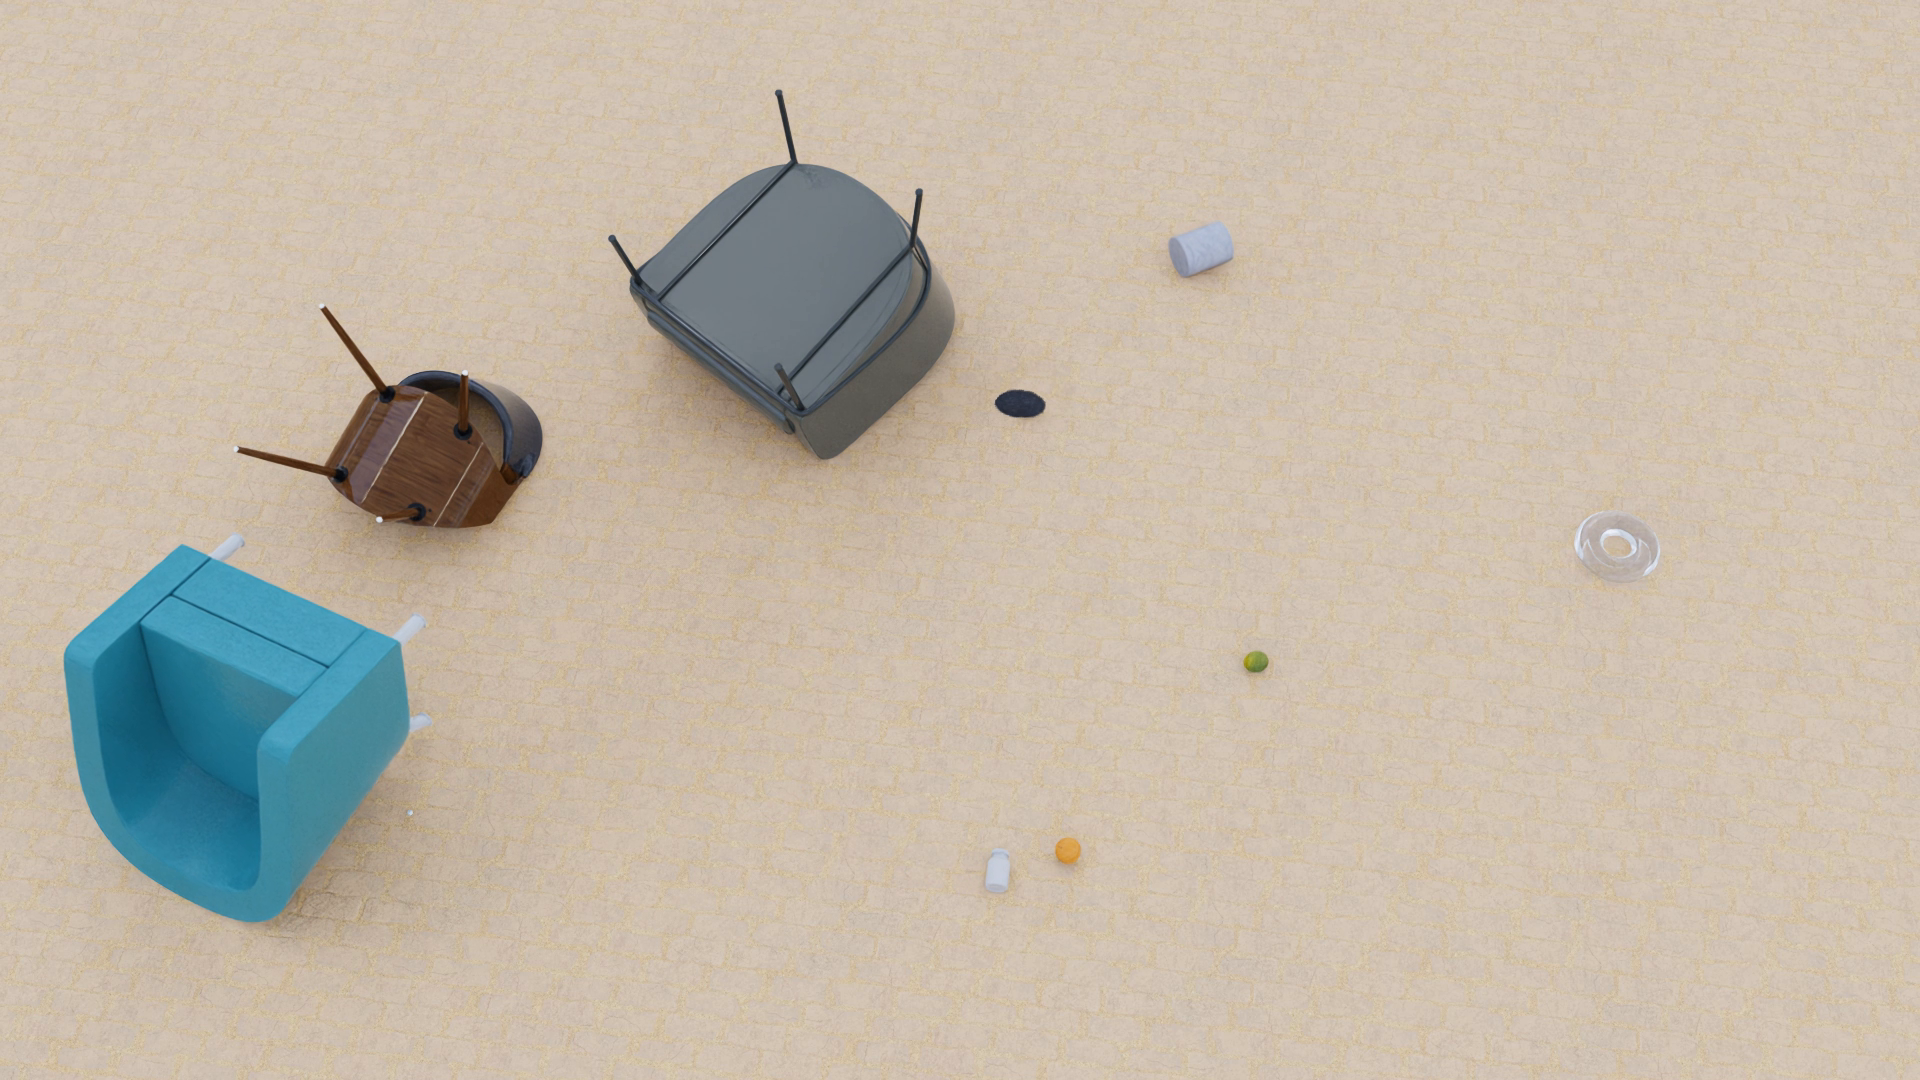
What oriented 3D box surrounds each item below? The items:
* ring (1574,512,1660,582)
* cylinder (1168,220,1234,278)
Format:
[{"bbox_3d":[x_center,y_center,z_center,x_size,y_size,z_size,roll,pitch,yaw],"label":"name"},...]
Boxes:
[{"bbox_3d":[1.952,0.019,6.530,0.250,0.051,0.256,35,63,20],"label":"ring"},{"bbox_3d":[0.781,-0.944,7.125,0.166,0.136,0.136,-22,69,-14],"label":"cylinder"}]
